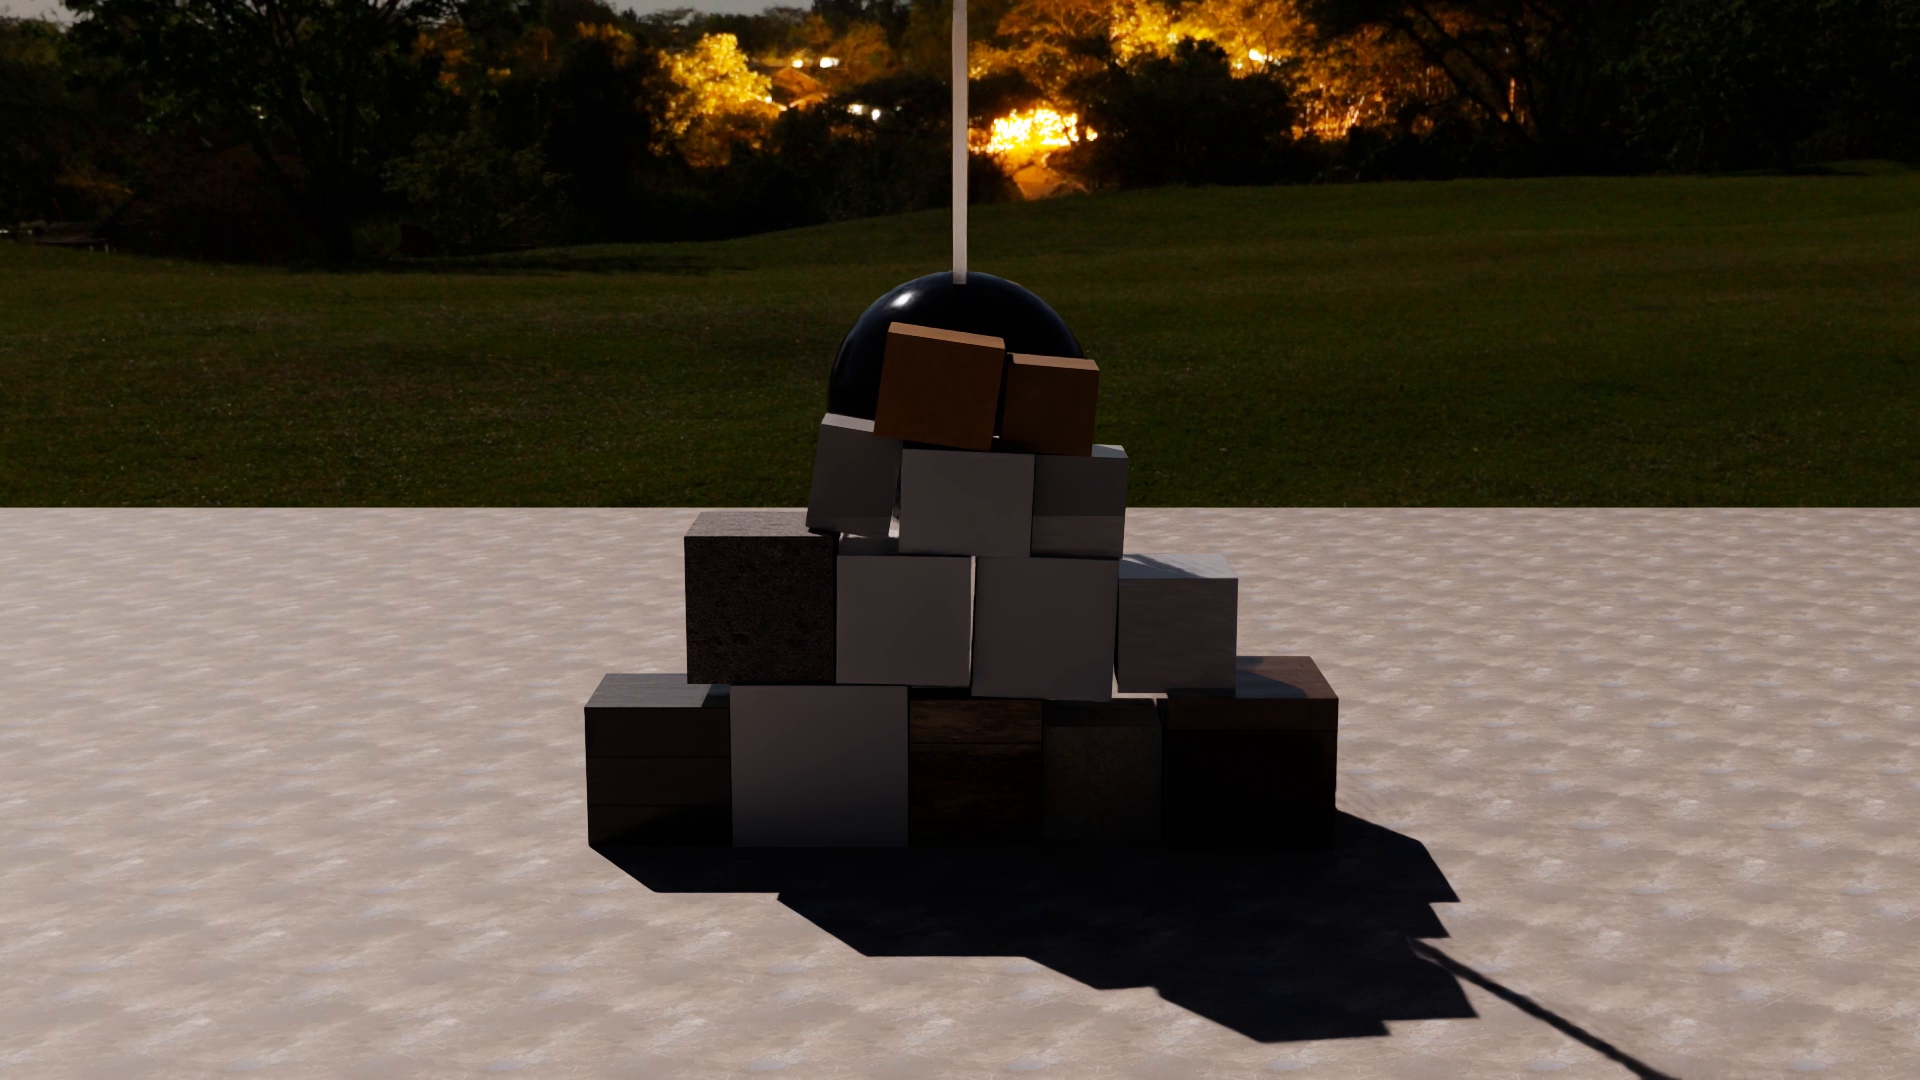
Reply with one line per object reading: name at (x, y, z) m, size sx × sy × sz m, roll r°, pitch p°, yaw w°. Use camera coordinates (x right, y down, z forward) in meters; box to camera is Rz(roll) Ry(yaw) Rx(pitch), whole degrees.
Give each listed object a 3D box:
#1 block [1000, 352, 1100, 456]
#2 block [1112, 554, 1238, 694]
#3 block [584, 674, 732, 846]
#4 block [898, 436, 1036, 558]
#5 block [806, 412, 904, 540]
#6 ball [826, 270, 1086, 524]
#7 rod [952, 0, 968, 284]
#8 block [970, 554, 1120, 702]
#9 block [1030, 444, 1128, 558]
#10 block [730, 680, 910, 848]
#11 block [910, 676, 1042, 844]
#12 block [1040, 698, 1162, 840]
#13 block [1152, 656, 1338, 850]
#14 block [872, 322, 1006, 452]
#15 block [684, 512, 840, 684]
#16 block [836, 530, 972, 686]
block at (0.443, -0.686, 11.069) m, size 0.450 × 0.429 × 0.531 m, roll 5°, pitch 10°, yaw -1°
block at (1.081, 0.417, 11.249) m, size 0.589 × 0.584 × 0.663 m, roll 0°, pitch 10°, yaw 0°
block at (-1.513, 1.124, 11.366) m, size 0.720 × 0.721 × 0.706 m, roll 0°, pitch 10°, yaw 0°
block at (0.031, -0.235, 11.120) m, size 0.649 × 0.518 × 0.645 m, roll 2°, pitch 10°, yaw 0°
block at (-0.523, -0.326, 11.121) m, size 0.417 × 0.523 × 0.441 m, roll 9°, pitch 10°, yaw -2°
ball at (0.000, -0.804, 13.142) m, size 1.600 × 1.600 × 1.600 m, roll 0°, pitch 10°, yaw 0°
rod at (0.000, -3.733, 11.415) m, size 0.080 × 5.200 × 0.080 m, roll 0°, pitch 31°, yaw 0°
block at (0.424, 0.388, 11.252) m, size 0.702 × 0.718 × 0.617 m, roll 2°, pitch 10°, yaw 0°
block at (0.593, -0.206, 11.131) m, size 0.458 × 0.506 × 0.463 m, roll 2°, pitch 10°, yaw 0°
block at (-0.702, 1.065, 11.372) m, size 0.882 × 0.835 × 0.783 m, roll 0°, pitch 10°, yaw 0°
block at (0.079, 1.108, 11.386) m, size 0.660 × 0.747 × 0.684 m, roll 0°, pitch 10°, yaw 0°
block at (0.720, 1.181, 11.412) m, size 0.601 × 0.593 × 0.571 m, roll 0°, pitch 10°, yaw 0°
block at (1.452, 1.088, 11.388) m, size 0.843 × 0.785 × 0.906 m, roll 0°, pitch 10°, yaw 0°
block at (-0.102, -0.775, 11.021) m, size 0.579 × 0.511 × 0.609 m, roll 8°, pitch 10°, yaw -1°
block at (-0.992, 0.284, 11.242) m, size 0.731 × 0.748 × 0.732 m, roll 0°, pitch 10°, yaw 0°
block at (-0.280, 0.335, 11.233) m, size 0.664 × 0.650 × 0.732 m, roll 1°, pitch 10°, yaw 0°
